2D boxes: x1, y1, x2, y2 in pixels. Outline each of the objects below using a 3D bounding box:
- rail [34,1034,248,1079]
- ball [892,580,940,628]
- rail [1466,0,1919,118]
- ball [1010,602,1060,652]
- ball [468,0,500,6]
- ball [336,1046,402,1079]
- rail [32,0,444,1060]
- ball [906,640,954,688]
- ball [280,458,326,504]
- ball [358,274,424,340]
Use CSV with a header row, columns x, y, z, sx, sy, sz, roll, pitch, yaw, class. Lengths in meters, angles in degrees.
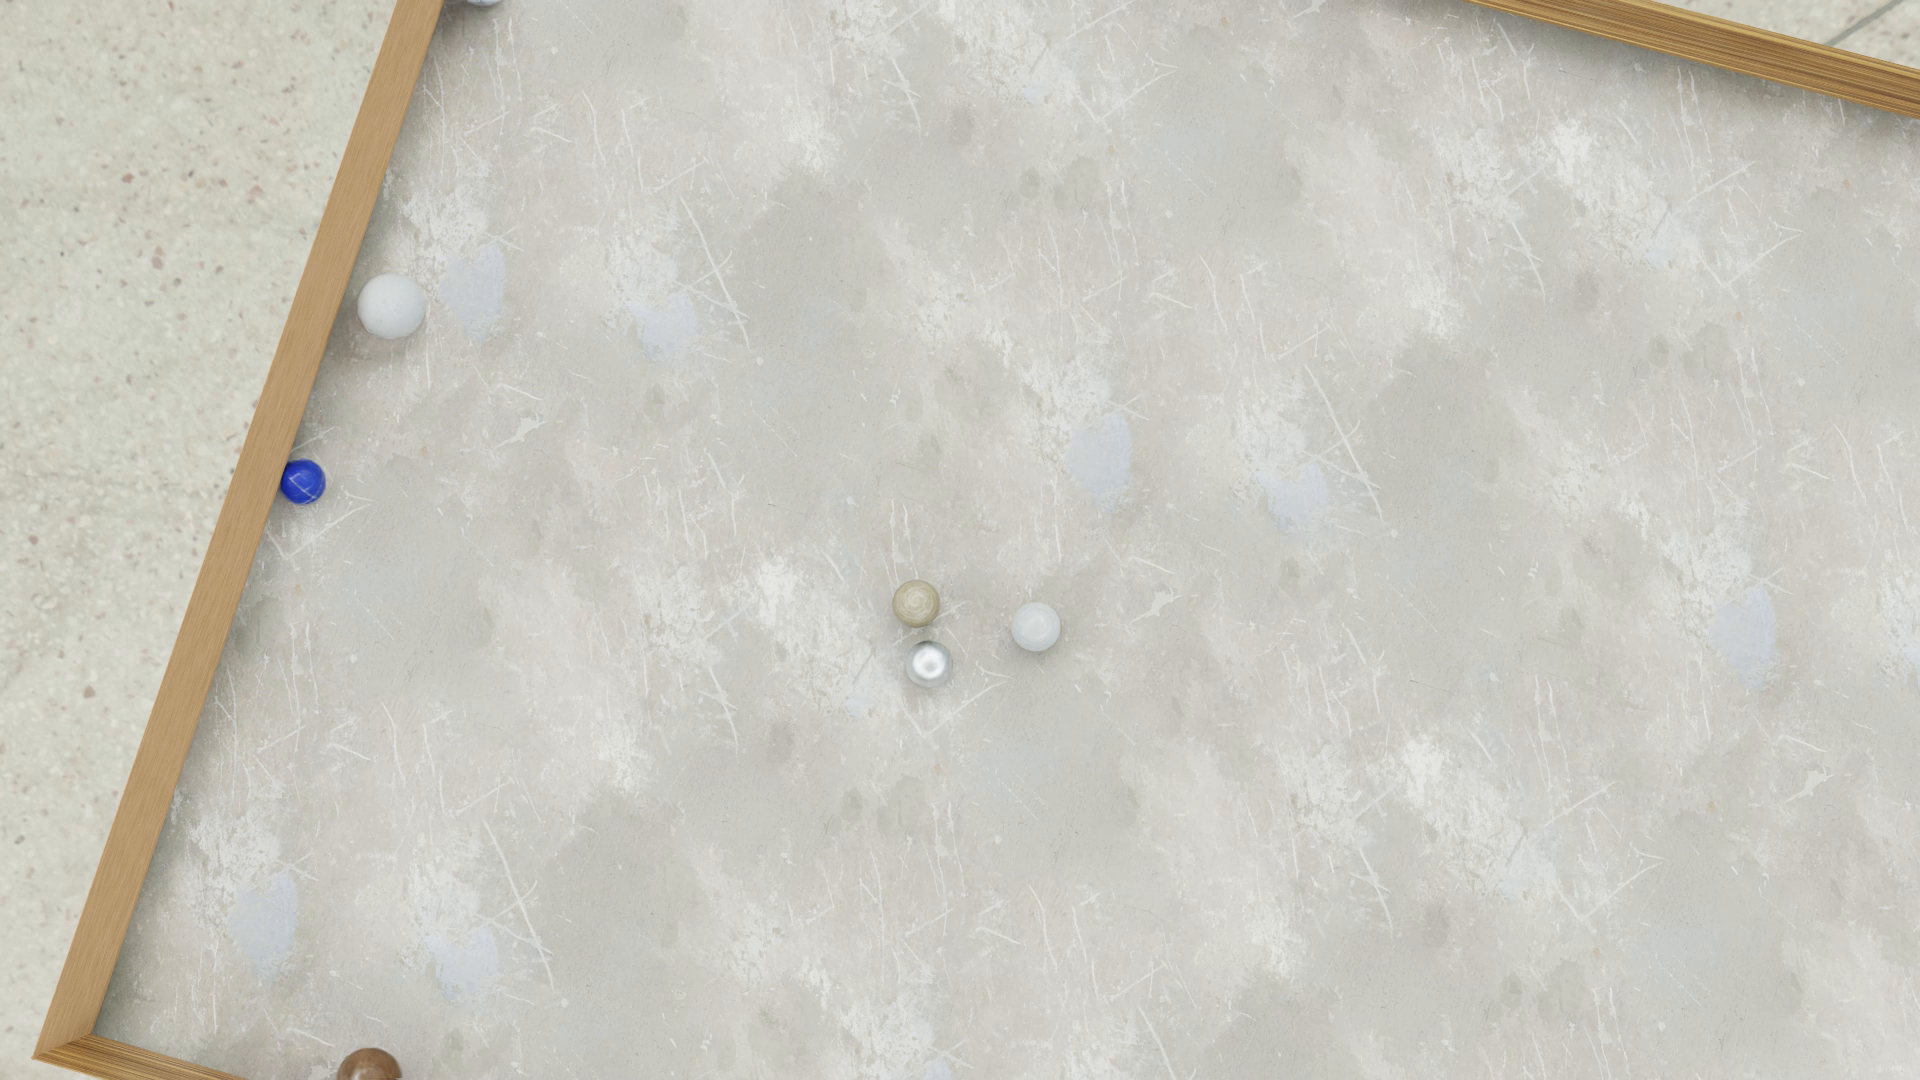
x,y,z,sx,sy,sz,roll,pitch,yaw,class
0.725,1.263,3.027,4.177,0.128,0.045,15,80,3,rail
-0.065,0.095,3.268,0.072,0.072,0.072,0,80,0,ball
1.287,-0.720,3.387,4.177,0.128,0.045,15,80,3,rail
0.112,0.129,3.261,0.074,0.074,0.074,0,80,0,ball
-0.747,-0.879,3.438,0.086,0.086,0.086,0,80,0,ball
-0.844,0.769,3.137,0.090,0.090,0.090,0,80,0,ball
-0.983,-0.274,3.306,0.045,0.128,2.140,15,80,3,rail
-0.046,0.184,3.253,0.071,0.071,0.071,0,80,0,ball
-0.987,-0.088,3.304,0.068,0.068,0.068,0,80,0,ball
-0.863,-0.353,3.336,0.099,0.099,0.099,0,80,0,ball
